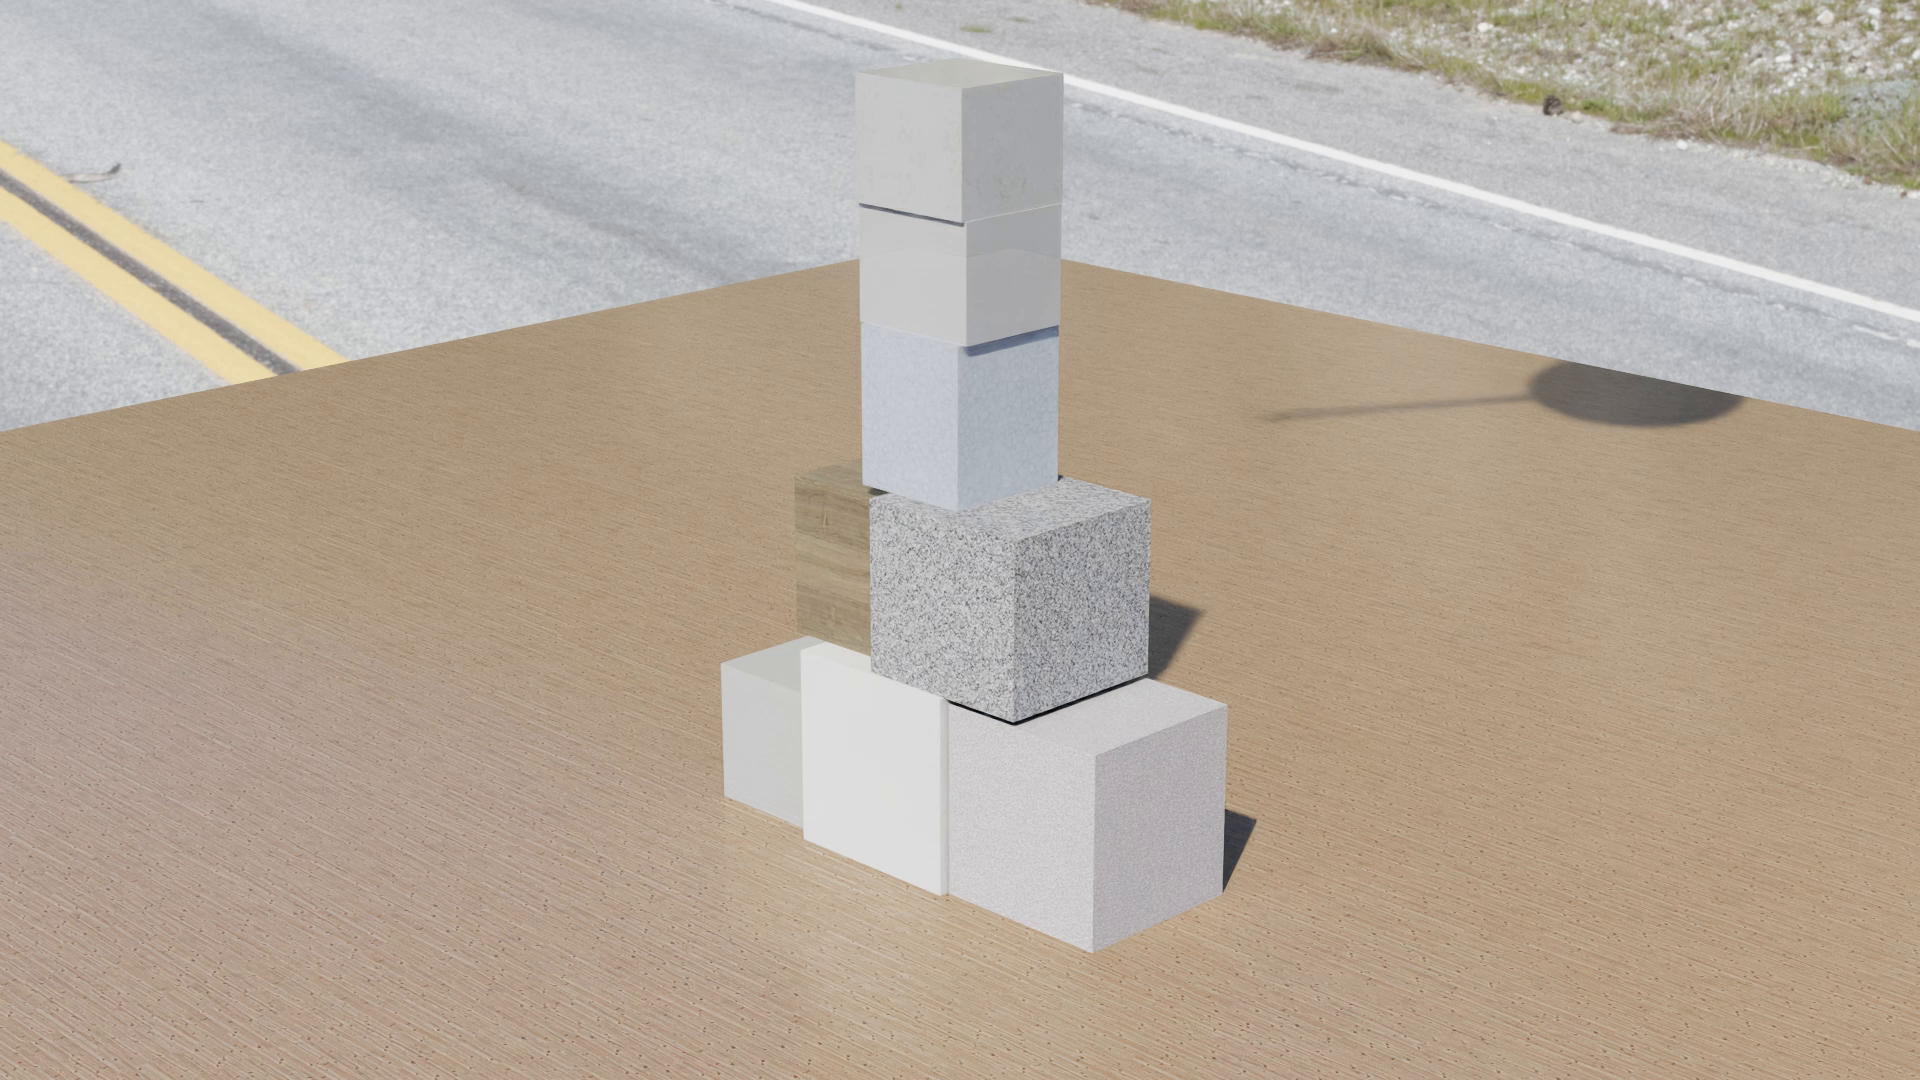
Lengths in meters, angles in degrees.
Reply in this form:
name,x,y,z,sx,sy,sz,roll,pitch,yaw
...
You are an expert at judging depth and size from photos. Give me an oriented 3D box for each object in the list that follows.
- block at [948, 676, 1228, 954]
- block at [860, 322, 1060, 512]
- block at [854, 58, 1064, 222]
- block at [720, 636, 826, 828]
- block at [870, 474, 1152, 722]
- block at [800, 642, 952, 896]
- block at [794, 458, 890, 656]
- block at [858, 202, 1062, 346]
name,x,y,z,sx,sy,sz,roll,pitch,yaw
block,0.568,1.163,13.115,0.866,0.916,0.880,-17,24,-42
block,0.001,-0.610,13.151,0.641,0.744,0.606,-17,24,-42
block,-0.003,-1.753,12.787,0.627,0.569,0.654,-17,24,-42
block,-0.652,0.913,14.293,0.759,0.688,0.663,-17,24,-42
block,0.224,0.210,13.155,0.876,0.822,0.896,-17,24,-42
block,-0.084,0.959,13.716,0.933,0.945,0.918,-17,24,-42
block,-0.311,0.065,13.707,0.646,0.766,0.647,-17,24,-42
block,0.000,-1.223,12.957,0.592,0.543,0.667,-17,24,-42
